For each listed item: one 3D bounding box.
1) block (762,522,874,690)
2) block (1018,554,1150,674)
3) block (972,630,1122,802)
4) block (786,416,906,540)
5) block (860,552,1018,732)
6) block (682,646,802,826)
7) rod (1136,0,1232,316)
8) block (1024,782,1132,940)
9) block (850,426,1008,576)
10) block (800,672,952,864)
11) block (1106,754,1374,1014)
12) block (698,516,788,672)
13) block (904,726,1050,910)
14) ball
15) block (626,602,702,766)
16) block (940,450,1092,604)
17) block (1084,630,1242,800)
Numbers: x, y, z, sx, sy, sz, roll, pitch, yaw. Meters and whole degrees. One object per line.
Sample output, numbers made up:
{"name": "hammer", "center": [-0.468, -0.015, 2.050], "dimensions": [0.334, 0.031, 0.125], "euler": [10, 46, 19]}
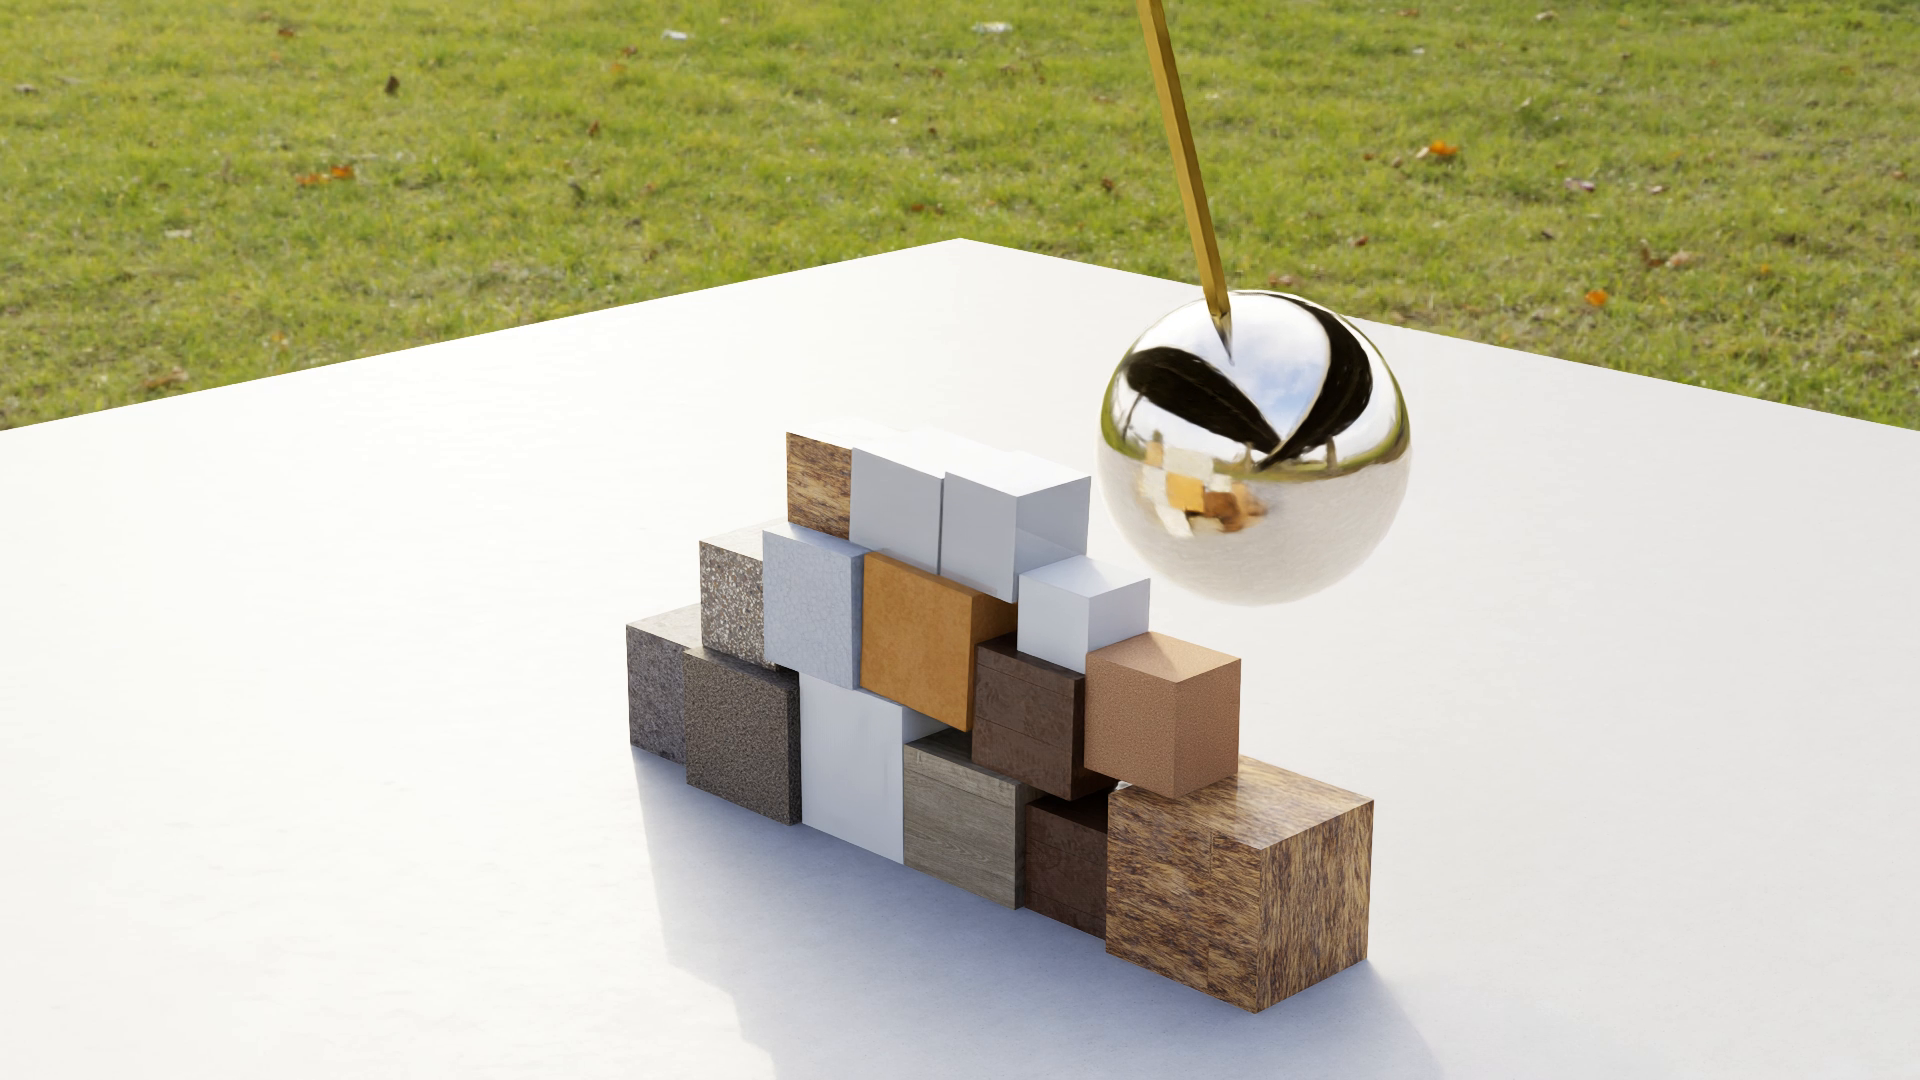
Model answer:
{"name": "block", "center": [-0.467, 0.250, 13.880], "dimensions": [0.698, 0.647, 0.611], "euler": [-17, 24, -42]}
{"name": "block", "center": [0.543, 0.323, 12.859], "dimensions": [0.398, 0.354, 0.415], "euler": [-17, 25, -42]}
{"name": "block", "center": [0.486, 0.735, 13.070], "dimensions": [0.607, 0.563, 0.604], "euler": [-17, 25, -42]}
{"name": "block", "center": [-0.518, -0.294, 13.793], "dimensions": [0.401, 0.443, 0.445], "euler": [-17, 24, -42]}
{"name": "block", "center": [0.019, 0.395, 13.428], "dimensions": [0.631, 0.647, 0.689], "euler": [-17, 27, -42]}
{"name": "block", "center": [-0.793, 0.869, 14.425], "dimensions": [0.823, 0.693, 0.761], "euler": [-17, 24, -42]}
{"name": "rod", "center": [0.636, -3.254, 12.985], "dimensions": [0.080, 5.200, 0.080], "euler": [17, 44, 42]}
{"name": "block", "center": [0.701, 1.399, 13.057], "dimensions": [0.607, 0.501, 0.558], "euler": [-17, 24, -42]}
{"name": "block", "center": [-0.122, -0.187, 13.394], "dimensions": [0.497, 0.459, 0.575], "euler": [-17, 27, -42]}
{"name": "block", "center": [-0.251, 0.979, 13.933], "dimensions": [0.733, 0.777, 0.696], "euler": [-17, 24, -42]}
{"name": "block", "center": [1.191, 1.439, 12.537], "dimensions": [0.753, 0.736, 0.834], "euler": [-17, 24, -42]}
{"name": "block", "center": [-0.873, 0.254, 14.329], "dimensions": [0.575, 0.538, 0.546], "euler": [-17, 24, -42]}
{"name": "block", "center": [0.235, 1.220, 13.464], "dimensions": [0.684, 0.599, 0.706], "euler": [-17, 24, -42]}
{"name": "ball", "center": [1.467, -0.460, 14.735], "dimensions": [1.600, 1.600, 1.600], "euler": [0, 17, 0]}
{"name": "block", "center": [-1.277, 0.739, 14.907], "dimensions": [0.565, 0.651, 0.610], "euler": [-17, 24, -42]}
{"name": "block", "center": [0.247, -0.064, 13.047], "dimensions": [0.475, 0.495, 0.446], "euler": [-17, 27, -42]}
{"name": "block", "center": [0.871, 0.747, 12.637], "dimensions": [0.426, 0.525, 0.514], "euler": [-17, 24, -42]}
